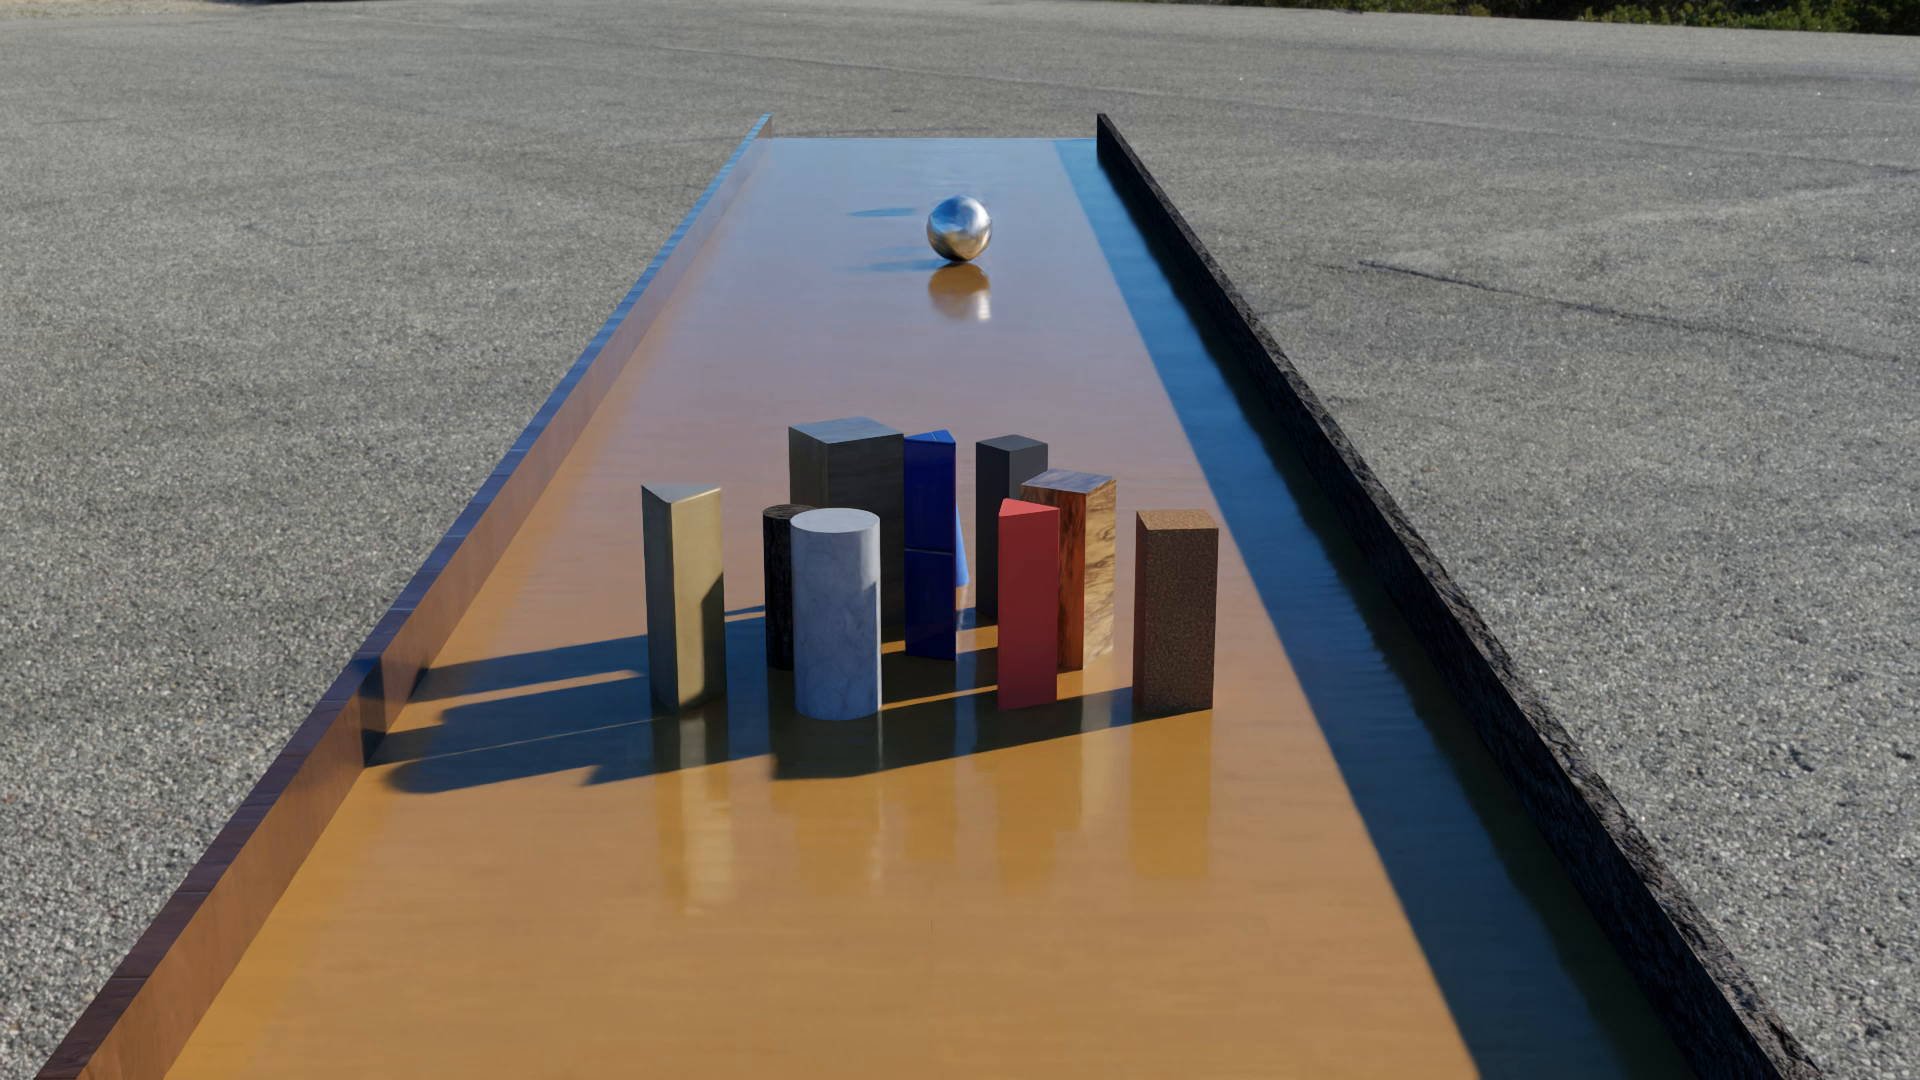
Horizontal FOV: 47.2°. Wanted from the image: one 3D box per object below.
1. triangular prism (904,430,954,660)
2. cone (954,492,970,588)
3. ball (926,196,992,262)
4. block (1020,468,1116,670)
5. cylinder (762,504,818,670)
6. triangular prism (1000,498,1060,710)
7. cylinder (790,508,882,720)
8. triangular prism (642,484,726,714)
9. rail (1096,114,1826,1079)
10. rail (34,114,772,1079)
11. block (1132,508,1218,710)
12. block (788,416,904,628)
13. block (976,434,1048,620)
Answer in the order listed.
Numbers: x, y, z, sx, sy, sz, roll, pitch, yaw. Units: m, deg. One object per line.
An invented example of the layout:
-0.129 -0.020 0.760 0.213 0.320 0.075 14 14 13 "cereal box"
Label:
-0.045 0.009 4.406 0.108 0.451 0.093 6 18 19 "triangular prism"
-0.032 -0.069 4.873 0.106 0.333 0.106 0 17 0 "cone"
-0.002 -1.281 9.061 0.270 0.270 0.270 0 17 0 "ball"
0.215 0.056 4.402 0.142 0.362 0.142 9 19 27 "block"
-0.332 0.094 4.365 0.111 0.312 0.111 0 17 0 "cylinder"
0.107 0.118 4.161 0.123 0.381 0.106 -7 18 -23 "triangular prism"
-0.231 0.138 4.124 0.166 0.365 0.166 0 17 0 "cylinder"
-0.544 0.103 4.158 0.127 0.413 0.147 11 20 32 "triangular prism"
0.932 -0.844 7.801 0.050 0.150 12.000 0 17 -1 "rail"
-1.118 -0.838 7.780 0.050 0.150 12.000 0 17 -1 "rail"
0.406 0.131 4.163 0.133 0.355 0.133 -1 17 -4 "block"
-0.236 -0.031 4.608 0.176 0.412 0.176 -10 19 -29 "block"
0.109 -0.025 4.656 0.107 0.373 0.107 -13 21 -38 "block"
